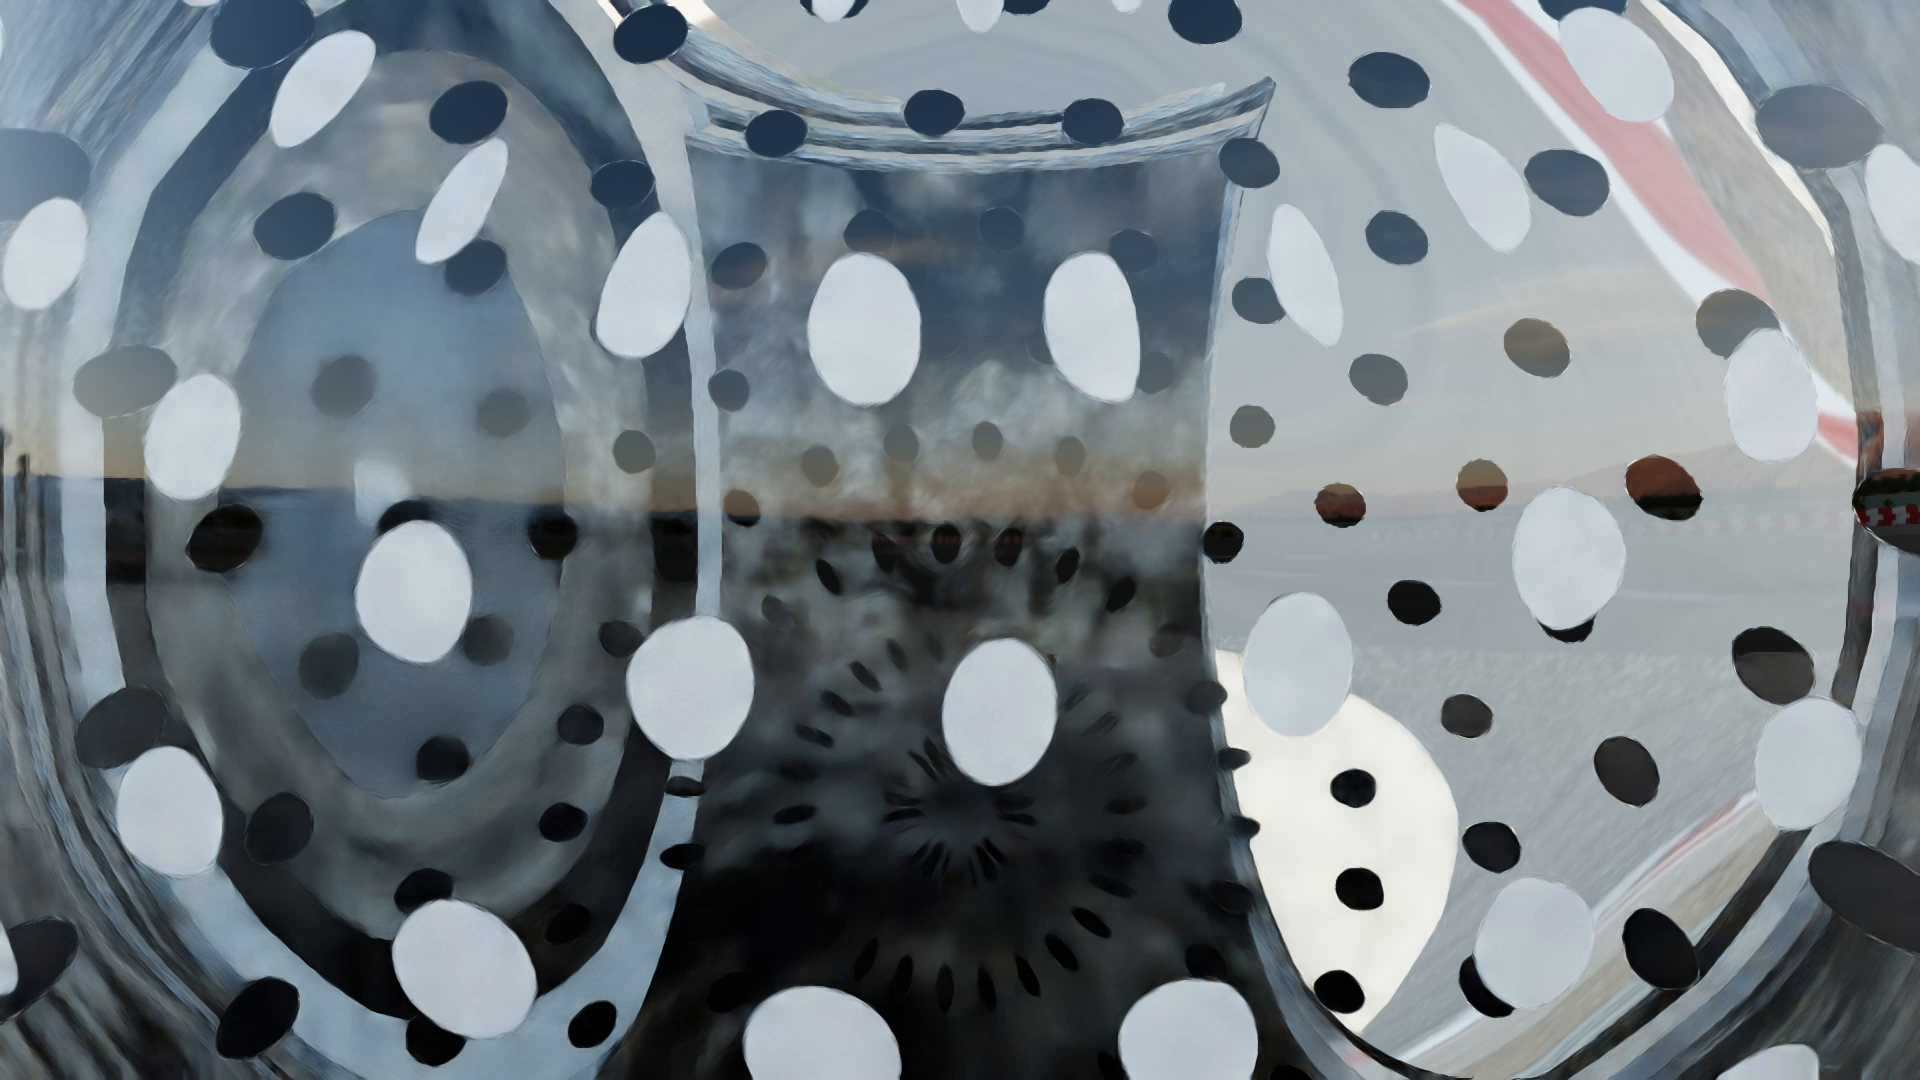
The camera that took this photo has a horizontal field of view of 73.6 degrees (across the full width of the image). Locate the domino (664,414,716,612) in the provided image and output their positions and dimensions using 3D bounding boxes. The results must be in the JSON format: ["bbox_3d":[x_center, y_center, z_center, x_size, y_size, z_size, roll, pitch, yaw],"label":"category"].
[{"bbox_3d":[-0.065,-0.008,0.338,0.010,0.050,0.025,2,5,28],"label":"domino"}]

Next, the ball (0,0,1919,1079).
[{"bbox_3d":[0.000,-0.002,0.056,0.080,0.080,0.080,0,4,0],"label":"ball"}]

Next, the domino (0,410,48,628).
[{"bbox_3d":[-0.228,-0.005,0.305,0.025,0.050,0.010,4,6,40],"label":"domino"}]

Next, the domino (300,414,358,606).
[{"bbox_3d":[-0.170,-0.008,0.347,0.010,0.050,0.025,-2,5,-19],"label":"domino"}]

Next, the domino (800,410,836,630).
[{"bbox_3d":[-0.024,-0.005,0.303,0.025,0.050,0.010,-3,5,-37],"label":"domino"}]

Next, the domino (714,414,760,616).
[{"bbox_3d":[-0.050,-0.007,0.328,0.009,0.050,0.025,3,5,37],"label":"domino"}]

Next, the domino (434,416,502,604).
[{"bbox_3d":[-0.135,-0.009,0.354,0.010,0.050,0.025,0,4,-3],"label":"domino"}]

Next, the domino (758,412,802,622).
[{"bbox_3d":[-0.036,-0.006,0.317,0.010,0.050,0.025,4,6,44],"label":"domino"}]

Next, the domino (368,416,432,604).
[{"bbox_3d":[-0.153,-0.009,0.352,0.010,0.050,0.025,-1,4,-11],"label":"domino"}]

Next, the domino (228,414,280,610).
[{"bbox_3d":[-0.187,-0.008,0.340,0.010,0.050,0.025,-2,5,-27],"label":"domino"}]

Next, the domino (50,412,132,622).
[{"bbox_3d":[-0.216,-0.006,0.318,0.025,0.050,0.009,4,6,44],"label":"domino"}]

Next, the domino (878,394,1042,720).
[{"bbox_3d":[0.000,0.002,0.201,0.025,0.050,0.009,0,4,0],"label":"domino"}]

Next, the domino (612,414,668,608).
[{"bbox_3d":[-0.082,-0.008,0.346,0.009,0.050,0.025,2,5,21],"label":"domino"}]

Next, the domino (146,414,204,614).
[{"bbox_3d":[-0.202,-0.007,0.330,0.010,0.050,0.025,-3,5,-35],"label":"domino"}]

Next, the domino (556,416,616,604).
[{"bbox_3d":[-0.099,-0.009,0.351,0.010,0.050,0.025,1,4,13],"label":"domino"}]

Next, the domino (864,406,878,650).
[{"bbox_3d":[-0.007,-0.003,0.272,0.025,0.050,0.010,-2,5,-21],"label":"domino"}]

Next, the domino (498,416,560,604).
[{"bbox_3d":[-0.117,-0.009,0.354,0.010,0.050,0.025,0,4,5],"label":"domino"}]

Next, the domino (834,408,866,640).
[{"bbox_3d":[-0.015,-0.004,0.288,0.025,0.050,0.010,-2,5,-29],"label":"domino"}]
